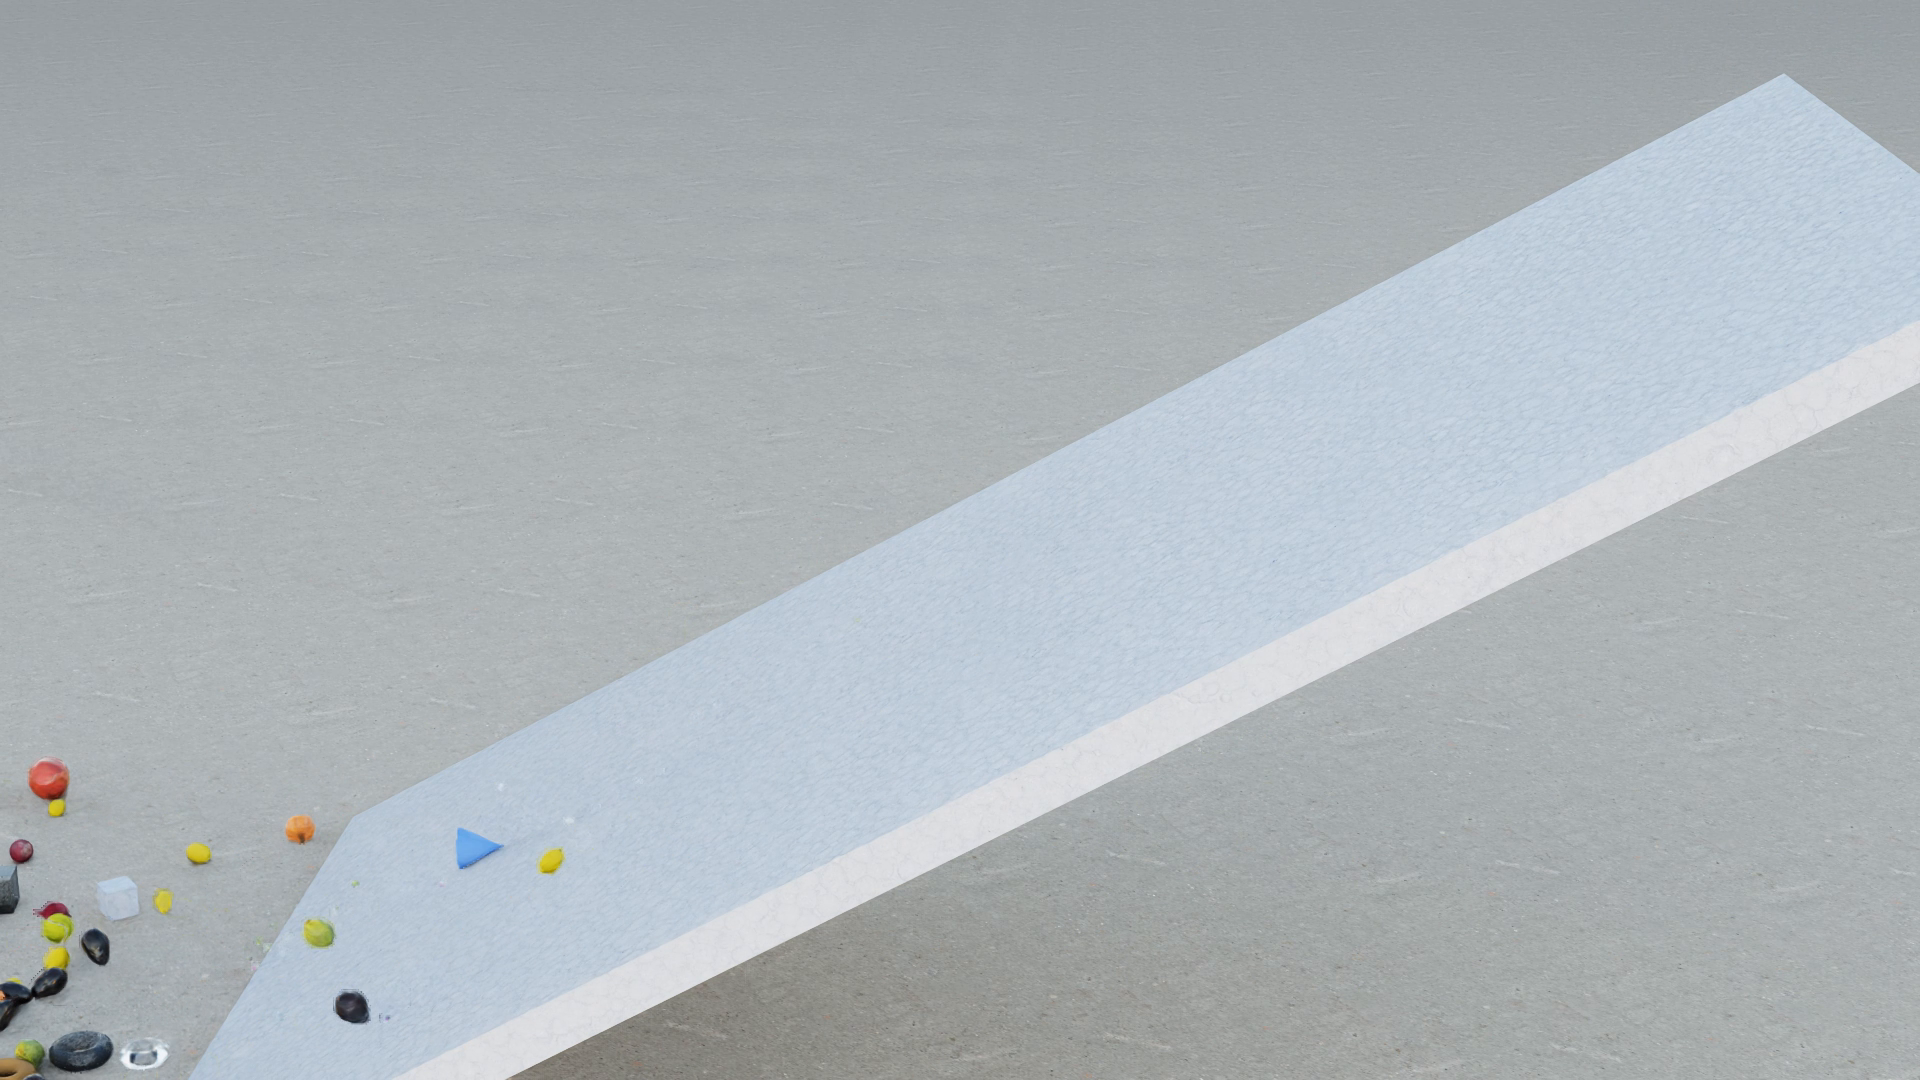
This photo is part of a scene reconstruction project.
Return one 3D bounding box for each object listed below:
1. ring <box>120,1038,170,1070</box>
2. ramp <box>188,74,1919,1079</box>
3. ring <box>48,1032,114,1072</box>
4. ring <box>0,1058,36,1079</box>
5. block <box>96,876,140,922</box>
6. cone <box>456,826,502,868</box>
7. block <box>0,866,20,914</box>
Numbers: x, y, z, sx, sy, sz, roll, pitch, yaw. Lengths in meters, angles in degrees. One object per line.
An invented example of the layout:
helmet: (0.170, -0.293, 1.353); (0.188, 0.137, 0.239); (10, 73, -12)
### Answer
ring: (-1.811, 1.141, 6.532); (0.108, 0.036, 0.108); (0, 18, 0)
ramp: (0.142, 0.167, 6.283); (4.000, 0.100, 2.000); (-27, 14, 11)
ring: (-1.952, 1.136, 6.533); (0.139, 0.046, 0.139); (1, 18, 0)
ring: (-2.083, 1.174, 6.421); (0.130, 0.043, 0.130); (1, 19, 0)
block: (-2.078, 0.885, 7.258); (0.075, 0.075, 0.075); (-12, 22, -33)
cone: (-1.078, 0.692, 6.627); (0.096, 0.096, 0.096); (-2, 18, 1)
block: (-2.387, 0.868, 7.286); (0.090, 0.090, 0.090); (-2, 18, -7)
